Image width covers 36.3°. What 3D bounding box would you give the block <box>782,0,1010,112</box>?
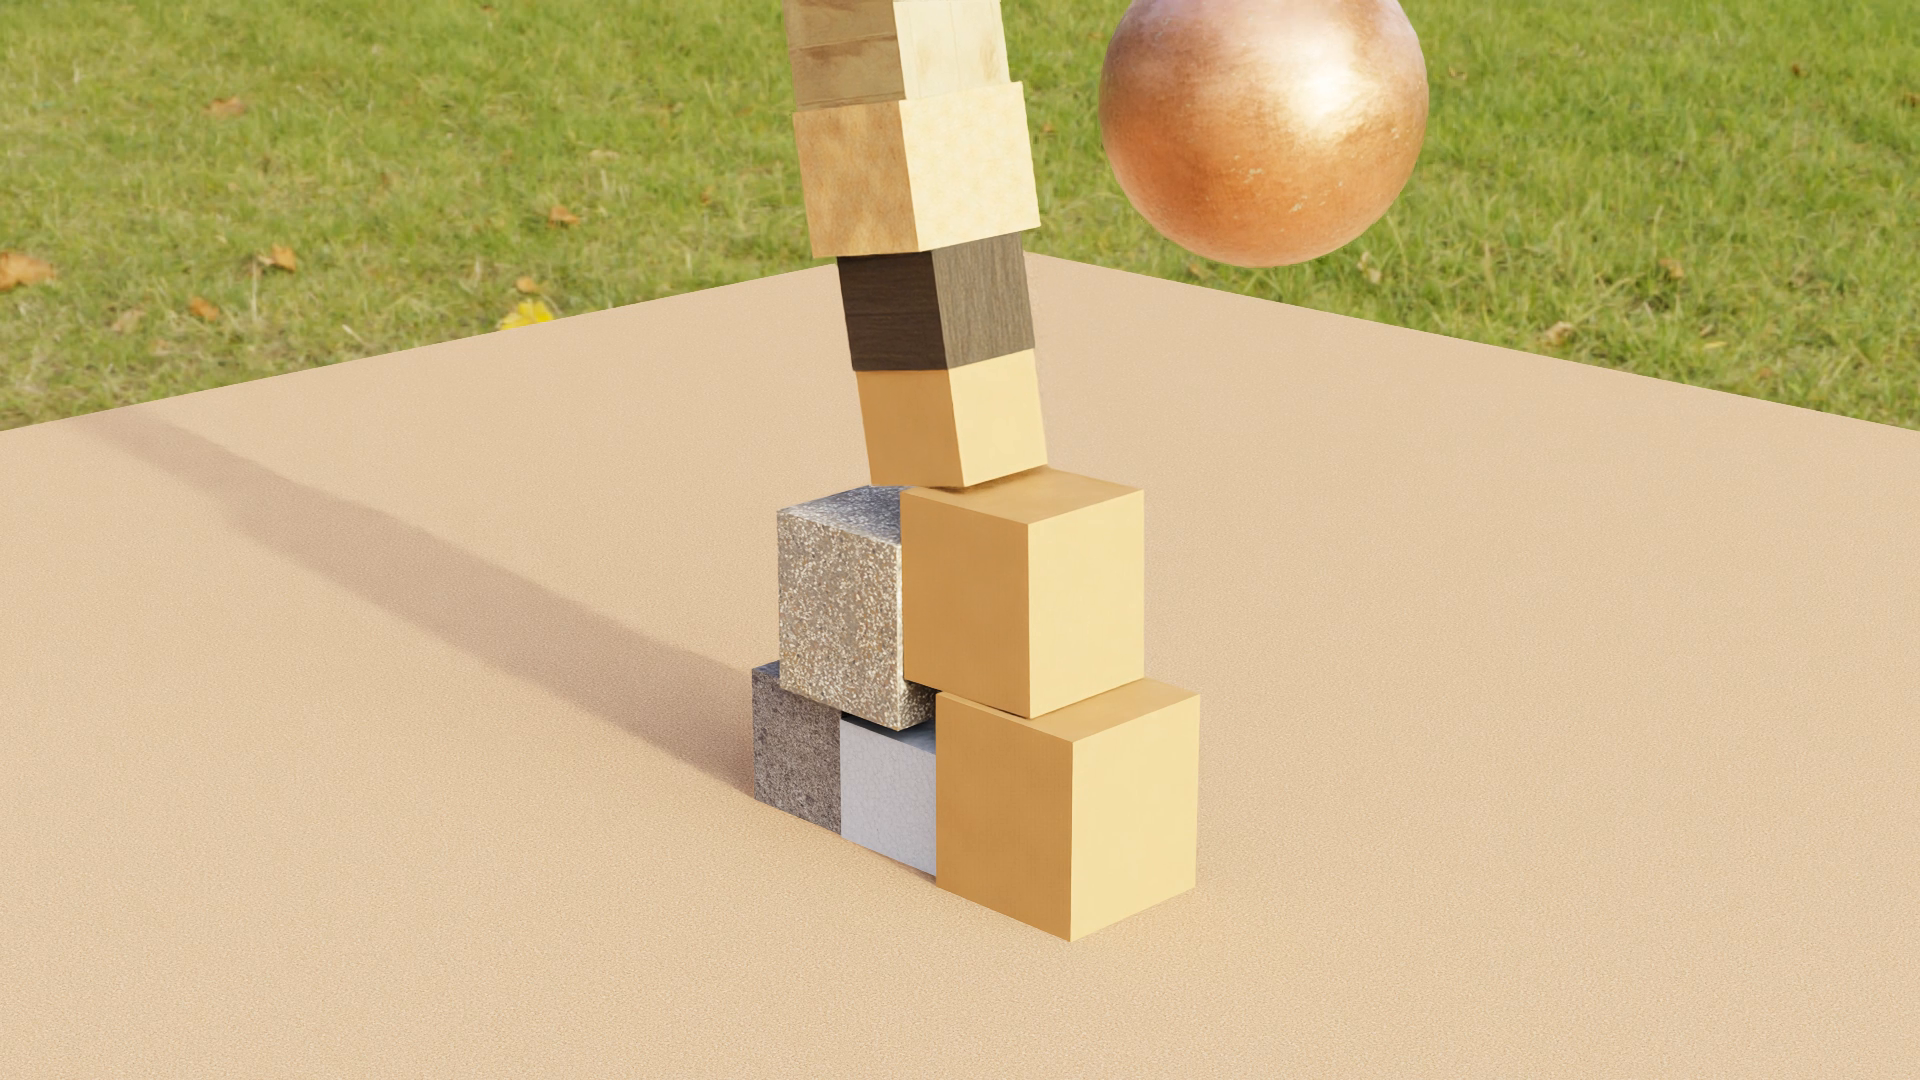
[{"bbox_3d":[-0.297,-2.297,12.908,0.638,0.698,0.710,-17,13,-42],"label":"block"}]

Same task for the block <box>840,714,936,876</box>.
[{"bbox_3d":[-0.081,1.128,13.760,0.648,0.596,0.711,-17,24,-42],"label":"block"}]

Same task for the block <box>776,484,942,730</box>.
[{"bbox_3d":[-0.276,0.277,13.739,0.802,0.877,0.823,17,24,42],"label":"block"}]

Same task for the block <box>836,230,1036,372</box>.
[{"bbox_3d":[-0.107,-1.071,13.143,0.560,0.533,0.618,-17,13,-42],"label":"block"}]

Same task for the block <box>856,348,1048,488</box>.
[{"bbox_3d":[-0.037,-0.554,13.235,0.535,0.526,0.604,-17,13,-42],"label":"block"}]

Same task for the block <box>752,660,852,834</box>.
[{"bbox_3d":[-0.564,0.945,14.207,0.612,0.678,0.632,-17,24,-42],"label":"block"}]

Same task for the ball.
[{"bbox_3d":[1.467,-2.120,14.213,1.600,1.600,1.600,0,17,0],"label":"ball"}]

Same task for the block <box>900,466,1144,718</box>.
[{"bbox_3d":[0.281,0.202,13.115,0.787,0.878,0.741,15,23,43],"label":"block"}]

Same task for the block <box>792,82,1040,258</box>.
[{"bbox_3d":[-0.192,-1.645,13.038,0.756,0.647,0.694,-17,13,-42],"label":"block"}]

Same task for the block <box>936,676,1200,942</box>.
[{"bbox_3d":[0.480,1.131,13.190,0.833,0.933,0.831,17,24,42],"label":"block"}]
